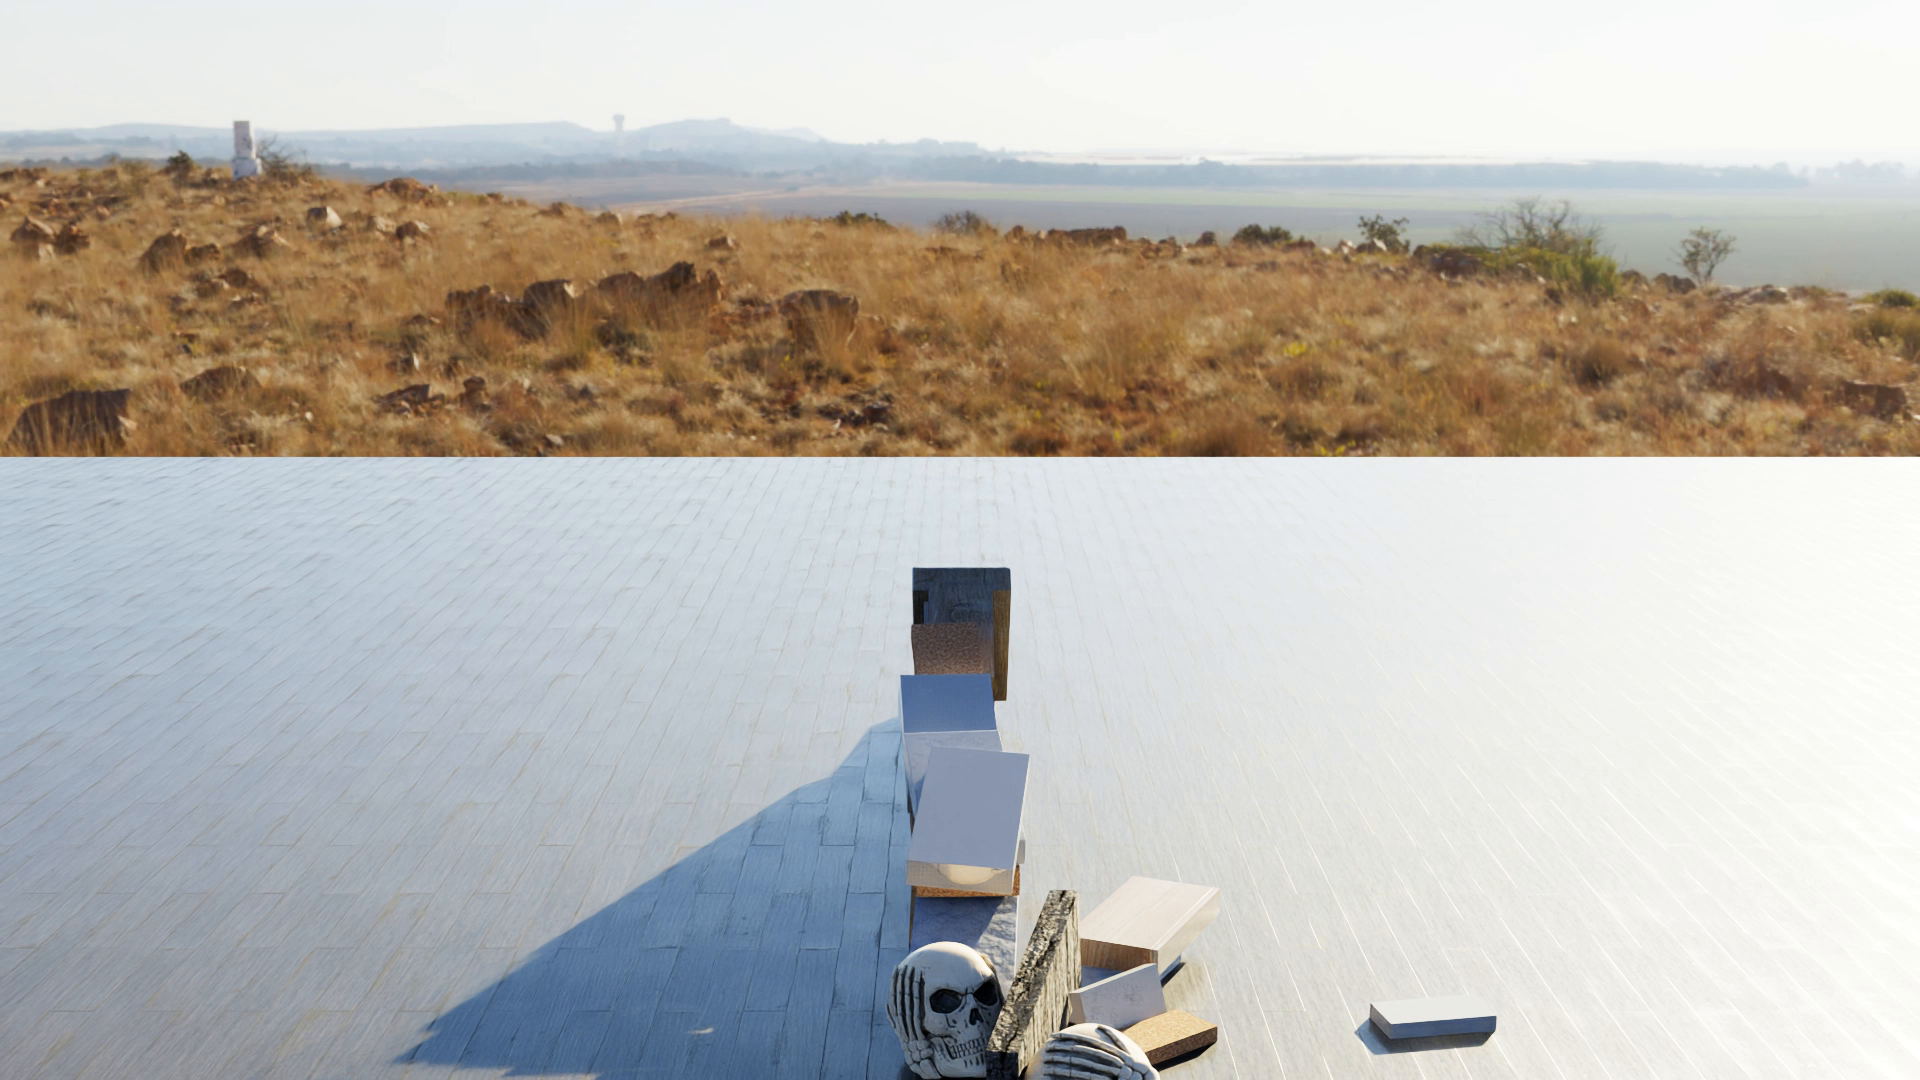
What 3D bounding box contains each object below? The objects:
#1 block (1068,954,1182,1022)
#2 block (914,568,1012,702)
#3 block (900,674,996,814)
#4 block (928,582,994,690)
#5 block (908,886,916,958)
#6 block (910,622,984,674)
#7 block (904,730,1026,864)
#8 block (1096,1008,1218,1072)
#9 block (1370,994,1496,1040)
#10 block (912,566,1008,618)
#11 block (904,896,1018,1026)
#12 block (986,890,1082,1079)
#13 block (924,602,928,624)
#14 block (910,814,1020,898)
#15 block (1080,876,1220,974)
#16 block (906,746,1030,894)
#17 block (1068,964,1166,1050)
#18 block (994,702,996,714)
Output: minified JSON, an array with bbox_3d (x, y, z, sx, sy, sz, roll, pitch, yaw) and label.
[{"bbox_3d":[0.209,0.643,3.270,0.145,0.041,0.291,5,12,26],"label":"block"},{"bbox_3d":[0.003,0.185,4.195,0.179,0.358,0.051,0,51,-1],"label":"block"},{"bbox_3d":[-0.016,0.333,3.641,0.154,0.044,0.308,-1,34,-4],"label":"block"},{"bbox_3d":[0.001,0.171,3.954,0.116,0.033,0.232,1,44,-2],"label":"block"},{"bbox_3d":[0.002,0.557,3.447,0.154,0.044,0.309,0,26,1],"label":"block"},{"bbox_3d":[-0.017,0.240,3.832,0.117,0.033,0.233,-2,44,-6],"label":"block"},{"bbox_3d":[0.003,0.400,3.430,0.154,0.044,0.308,-1,28,-7],"label":"block"},{"bbox_3d":[0.273,0.693,3.053,0.158,0.022,0.079,-9,13,-39],"label":"block"},{"bbox_3d":[0.673,0.678,3.132,0.158,0.022,0.079,-2,11,-11],"label":"block"},{"bbox_3d":[-0.001,0.186,4.316,0.179,0.051,0.424,0,-32,0],"label":"block"},{"bbox_3d":[0.006,0.603,3.254,0.154,0.044,0.309,1,26,3],"label":"block"},{"bbox_3d":[0.103,0.632,2.927,0.041,0.145,0.472,1,16,12],"label":"block"},{"bbox_3d":[-0.009,0.246,4.067,0.116,0.263,0.033,0,7,-1],"label":"block"},{"bbox_3d":[0.004,0.478,3.447,0.154,0.044,0.309,0,14,-3],"label":"block"},{"bbox_3d":[0.282,0.586,3.353,0.145,0.041,0.291,5,12,24],"label":"block"},{"bbox_3d":[0.015,0.416,3.304,0.154,0.044,0.308,5,27,5],"label":"block"},{"bbox_3d":[0.224,0.655,3.093,0.158,0.079,0.022,-10,-4,-42],"label":"block"},{"bbox_3d":[0.000,0.352,4.251,0.130,0.037,0.259,1,14,3],"label":"block"}]
